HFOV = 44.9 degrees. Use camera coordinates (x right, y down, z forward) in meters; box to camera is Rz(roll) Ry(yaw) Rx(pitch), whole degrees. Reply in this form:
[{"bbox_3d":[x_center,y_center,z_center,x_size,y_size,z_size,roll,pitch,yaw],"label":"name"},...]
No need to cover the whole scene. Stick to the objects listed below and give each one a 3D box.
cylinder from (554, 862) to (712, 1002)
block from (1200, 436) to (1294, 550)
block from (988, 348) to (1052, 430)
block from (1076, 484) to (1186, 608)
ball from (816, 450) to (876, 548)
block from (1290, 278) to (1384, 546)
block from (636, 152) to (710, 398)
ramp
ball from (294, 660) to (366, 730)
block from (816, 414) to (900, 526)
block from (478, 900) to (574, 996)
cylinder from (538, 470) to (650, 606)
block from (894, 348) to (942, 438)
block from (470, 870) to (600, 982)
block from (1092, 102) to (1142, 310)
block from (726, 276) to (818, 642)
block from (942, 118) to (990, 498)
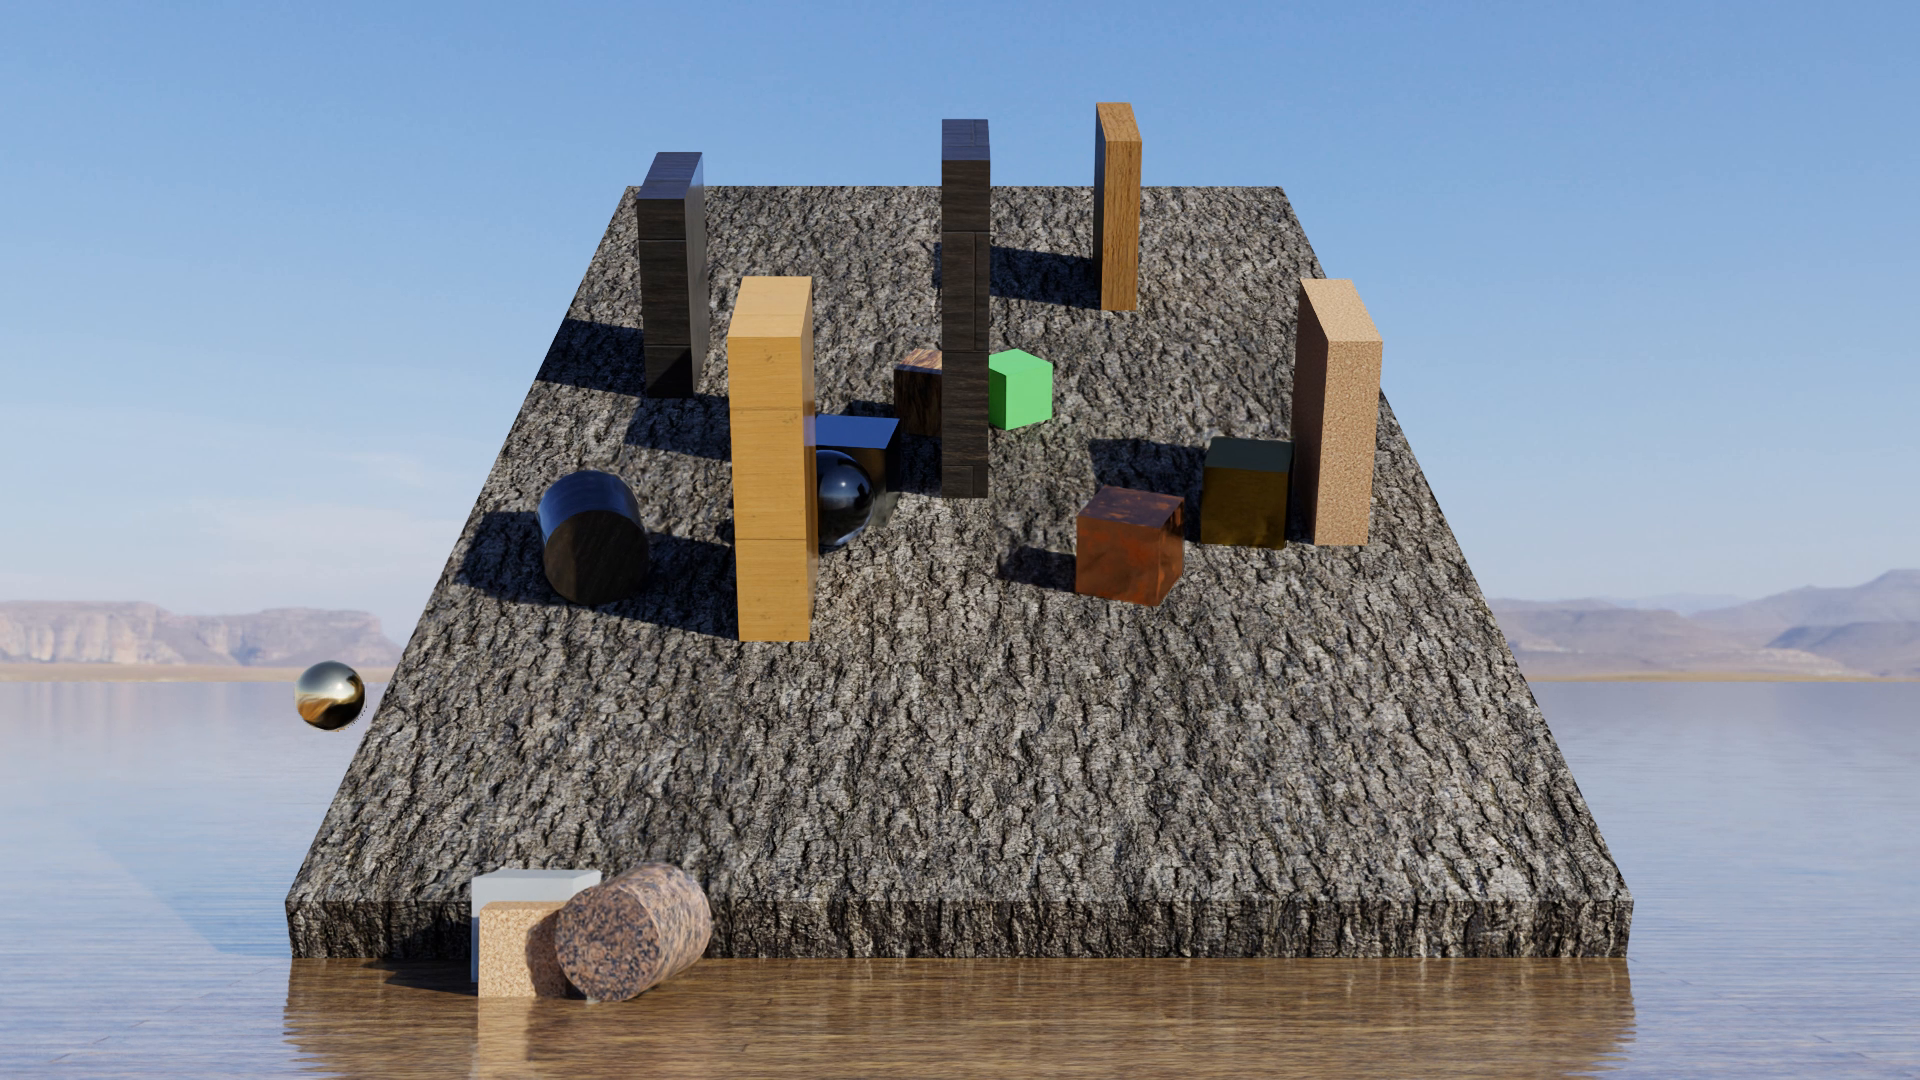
[{"bbox_3d":[-0.431,0.518,3.078,0.153,0.153,0.153,-1,3,20],"label":"cylinder"},{"bbox_3d":[0.577,-0.095,4.666,0.167,0.167,0.167,5,24,11],"label":"block"},{"bbox_3d":[0.117,-0.342,5.267,0.131,0.131,0.131,-17,29,-33],"label":"block"},{"bbox_3d":[0.325,0.010,4.432,0.162,0.162,0.162,9,25,20],"label":"block"},{"bbox_3d":[-0.265,-0.083,4.599,0.194,0.194,0.194,0,-3,0],"label":"ball"},{"bbox_3d":[0.759,-0.266,4.729,0.105,0.429,0.397,0,24,0],"label":"block"},{"bbox_3d":[-0.673,-0.631,5.489,0.108,0.475,0.417,0,24,0],"label":"block"},{"bbox_3d":[-0.008,-0.228,5.293,2.000,0.100,4.000,0,24,0],"label":"ramp"},{"bbox_3d":[-1.092,0.269,4.027,0.120,0.120,0.120,0,-3,0],"label":"ball"},{"bbox_3d":[-0.221,-0.144,4.767,0.171,0.171,0.171,3,24,8],"label":"block"},{"bbox_3d":[-0.582,0.549,3.126,0.114,0.114,0.114,0,-3,-4],"label":"block"},{"bbox_3d":[-0.699,-0.005,4.419,0.196,0.196,0.196,1,23,-14],"label":"cylinder"},{"bbox_3d":[-0.054,-0.329,5.215,0.148,0.148,0.148,8,25,17],"label":"block"},{"bbox_3d":[-0.596,0.542,3.274,0.143,0.143,0.143,0,-3,7],"label":"block"},{"bbox_3d":[0.409,-0.880,6.097,0.091,0.444,0.418,0,24,0],"label":"block"},{"bbox_3d":[-0.339,-0.152,4.275,0.127,0.584,0.345,0,24,0],"label":"block"},{"bbox_3d":[0.010,-0.484,4.859,0.096,0.720,0.339,0,24,0],"label":"block"}]
